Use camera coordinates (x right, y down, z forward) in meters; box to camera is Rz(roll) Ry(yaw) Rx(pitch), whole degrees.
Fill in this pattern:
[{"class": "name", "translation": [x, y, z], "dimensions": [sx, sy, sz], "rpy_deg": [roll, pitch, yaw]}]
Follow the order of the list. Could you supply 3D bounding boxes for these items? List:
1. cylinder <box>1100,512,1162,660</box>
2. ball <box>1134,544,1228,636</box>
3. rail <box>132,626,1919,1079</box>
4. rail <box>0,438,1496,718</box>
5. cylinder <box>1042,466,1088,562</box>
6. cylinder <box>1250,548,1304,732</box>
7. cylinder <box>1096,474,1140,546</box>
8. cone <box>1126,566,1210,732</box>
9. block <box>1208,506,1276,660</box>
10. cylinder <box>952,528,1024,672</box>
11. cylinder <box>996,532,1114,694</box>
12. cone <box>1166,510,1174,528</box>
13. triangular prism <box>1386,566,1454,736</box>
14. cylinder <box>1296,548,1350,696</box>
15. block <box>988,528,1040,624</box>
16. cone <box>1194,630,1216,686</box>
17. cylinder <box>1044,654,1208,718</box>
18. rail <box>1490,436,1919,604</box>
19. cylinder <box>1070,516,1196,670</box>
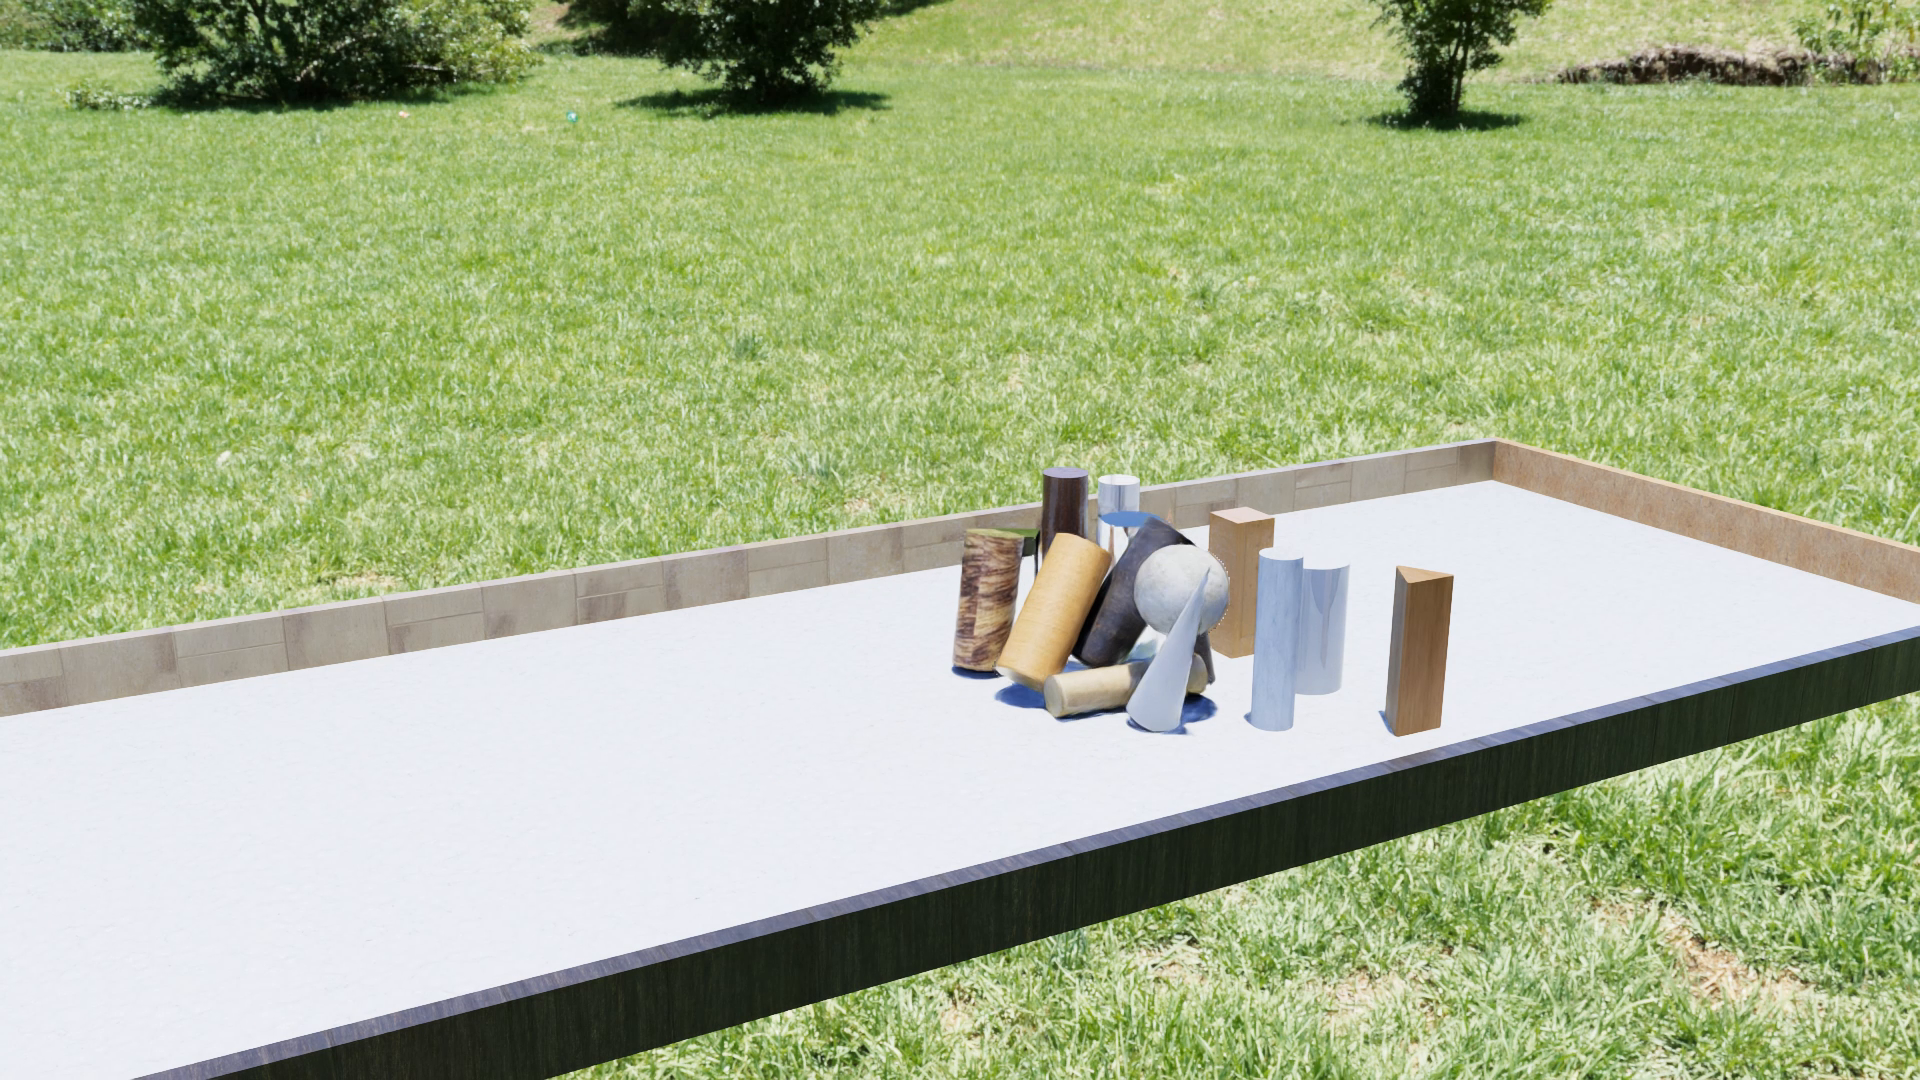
[{"class": "cylinder", "translation": [0.444, 0.118, 4.322], "dimensions": [0.158, 0.357, 0.158], "rpy_deg": [0, 16, 0]}, {"class": "ball", "translation": [0.520, 0.120, 3.879], "dimensions": [0.222, 0.222, 0.222], "rpy_deg": [0, 16, 0]}, {"class": "rail", "translation": [-2.336, 1.006, 1.665], "dimensions": [12.000, 0.150, 0.050], "rpy_deg": [-9, 18, -27]}, {"class": "rail", "translation": [-3.305, 0.497, 3.399], "dimensions": [12.000, 0.150, 0.050], "rpy_deg": [-9, 18, -27]}, {"class": "cylinder", "translation": [0.289, 0.014, 4.570], "dimensions": [0.127, 0.416, 0.127], "rpy_deg": [0, 16, 0]}, {"class": "cylinder", "translation": [0.734, 0.232, 3.826], "dimensions": [0.100, 0.418, 0.100], "rpy_deg": [0, 16, 0]}, {"class": "cylinder", "translation": [0.461, -0.016, 4.824], "dimensions": [0.121, 0.330, 0.121], "rpy_deg": [0, 16, 0]}, {"class": "cone", "translation": [0.506, 0.231, 3.771], "dimensions": [0.130, 0.433, 0.130], "rpy_deg": [12, 31, -7]}, {"class": "block", "translation": [0.731, 0.111, 4.324], "dimensions": [0.119, 0.368, 0.119], "rpy_deg": [-8, 18, -27]}, {"class": "cylinder", "translation": [0.070, 0.151, 4.197], "dimensions": [0.149, 0.341, 0.149], "rpy_deg": [6, 7, -1]}, {"class": "cylinder", "translation": [0.232, 0.180, 4.059], "dimensions": [0.155, 0.368, 0.155], "rpy_deg": [24, -13, 6]}, {"class": "cone", "translation": [0.578, 0.060, 4.583], "dimensions": [0.148, 0.319, 0.148], "rpy_deg": [0, 16, 0]}, {"class": "triangular prism", "translation": [1.042, 0.253, 3.833], "dimensions": [0.133, 0.374, 0.115], "rpy_deg": [-8, 18, -25]}, {"class": "cylinder", "translation": [0.869, 0.202, 4.093], "dimensions": [0.176, 0.325, 0.176], "rpy_deg": [0, 16, 0]}, {"class": "block", "translation": [0.133, 0.129, 4.356], "dimensions": [0.137, 0.302, 0.137], "rpy_deg": [2, 10, 7]}, {"class": "cone", "translation": [0.581, 0.193, 4.124], "dimensions": [0.130, 0.323, 0.130], "rpy_deg": [0, 16, 0]}, {"class": "cylinder", "translation": [0.402, 0.350, 3.986], "dimensions": [0.394, 0.100, 0.100], "rpy_deg": [-7, 18, -21]}, {"class": "rail", "translation": [2.466, -0.048, 5.253], "dimensions": [0.050, 0.150, 2.100], "rpy_deg": [-9, 18, -27]}, {"class": "cylinder", "translation": [0.425, 0.147, 4.136], "dimensions": [0.153, 0.398, 0.153], "rpy_deg": [34, -3, 2]}]
